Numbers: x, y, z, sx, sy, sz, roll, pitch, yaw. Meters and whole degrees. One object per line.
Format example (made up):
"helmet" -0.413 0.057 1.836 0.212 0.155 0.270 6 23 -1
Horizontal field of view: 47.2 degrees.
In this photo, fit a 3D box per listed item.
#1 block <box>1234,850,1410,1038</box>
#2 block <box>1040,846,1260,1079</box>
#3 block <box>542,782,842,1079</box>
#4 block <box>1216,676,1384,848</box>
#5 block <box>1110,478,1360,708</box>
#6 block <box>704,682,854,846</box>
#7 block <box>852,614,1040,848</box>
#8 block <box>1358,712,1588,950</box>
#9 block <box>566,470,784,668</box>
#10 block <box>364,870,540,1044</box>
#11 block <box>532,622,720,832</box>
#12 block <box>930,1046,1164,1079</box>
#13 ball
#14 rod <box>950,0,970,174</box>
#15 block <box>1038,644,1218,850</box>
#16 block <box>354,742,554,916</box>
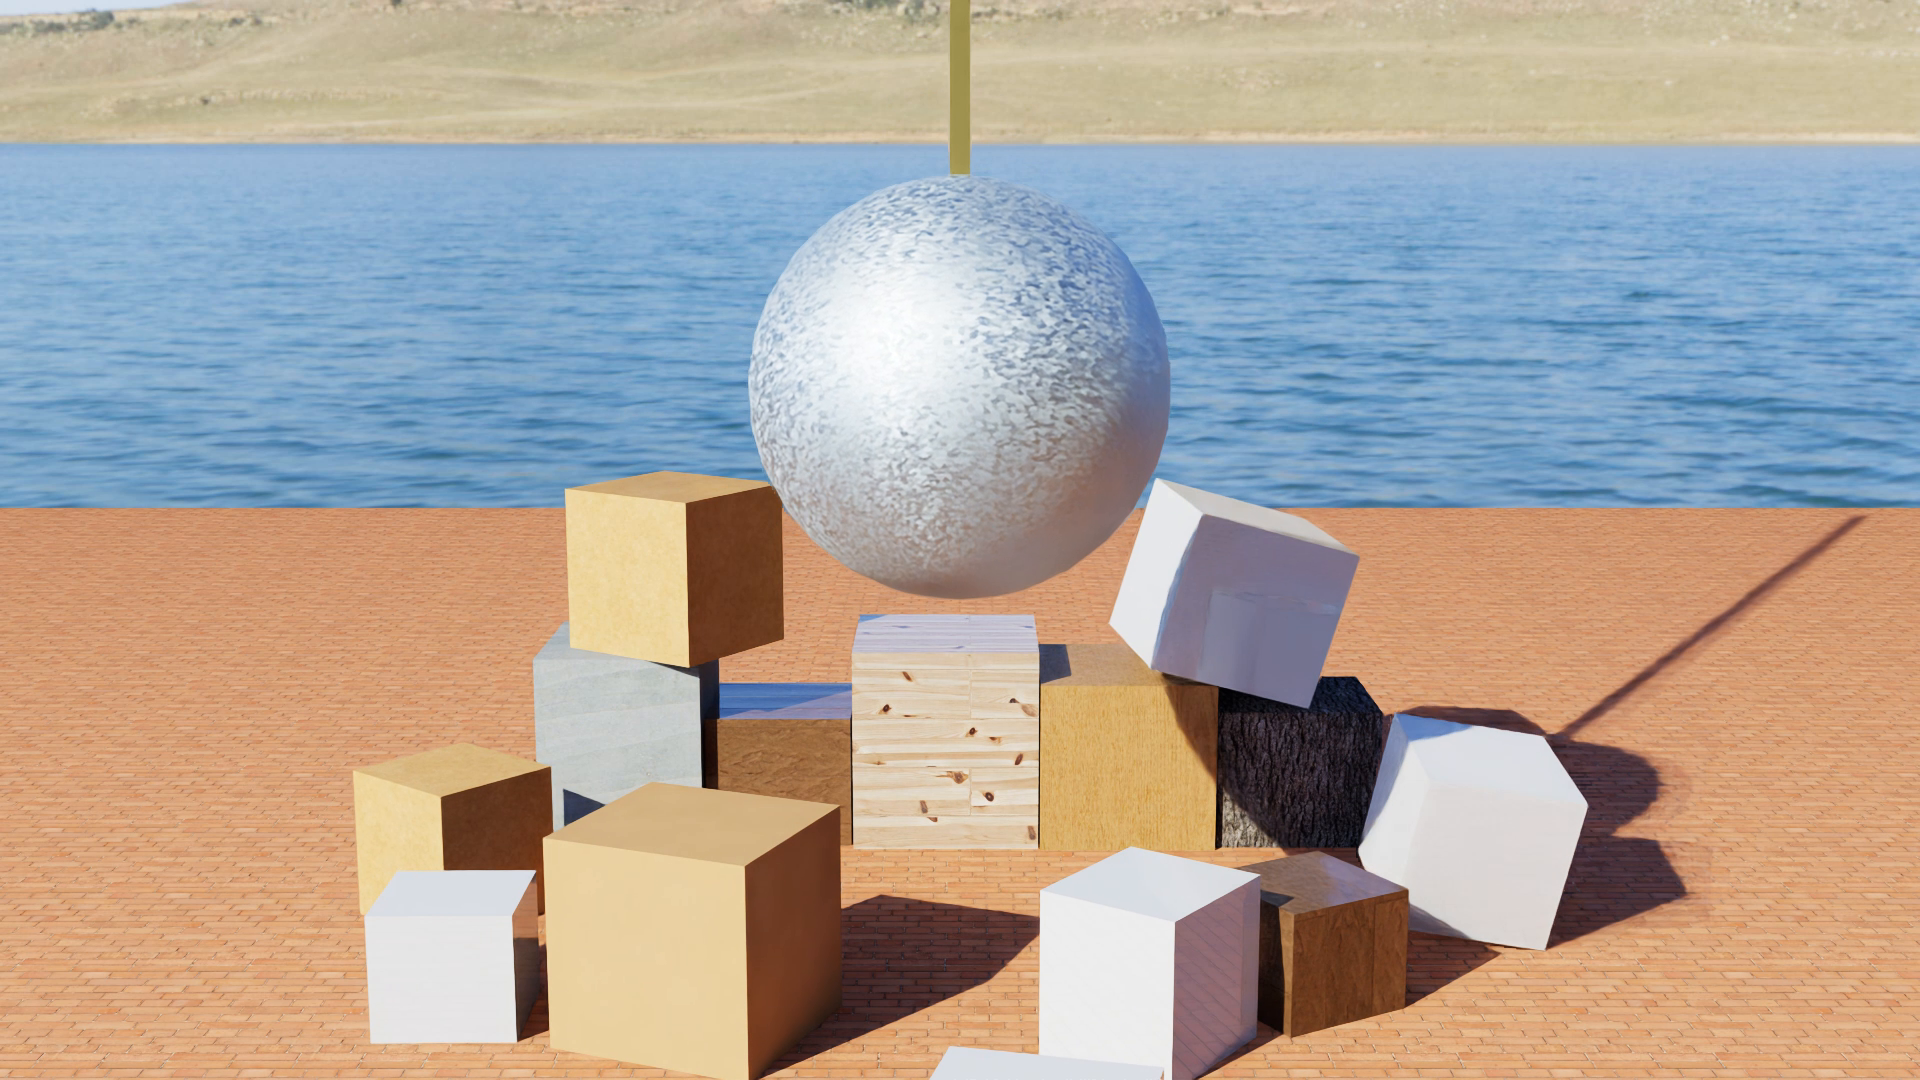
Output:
"block" 1.421 1.650 9.058 0.595 0.512 0.572 -6 12 -30
"block" 0.742 1.657 8.575 0.596 0.672 0.657 7 13 36
"block" -1.045 1.531 8.748 0.875 0.858 0.819 4 11 22
"block" 1.696 1.135 11.374 0.817 0.697 0.763 0 10 0
"block" 1.380 0.259 11.204 0.853 0.811 0.847 15 10 -14
"block" -0.912 1.150 11.398 0.729 0.658 0.747 0 10 0
"block" -0.071 0.974 11.386 0.926 1.010 0.889 0 10 0
"block" 2.275 1.296 9.847 0.704 0.716 0.716 9 19 -4
"block" -1.435 0.127 11.116 0.783 0.809 0.743 7 12 33
"block" -2.038 1.675 8.887 0.573 0.524 0.543 0 10 -1
"block" -1.695 0.994 11.354 0.818 0.982 0.884 0 10 0
"block" 0.228 2.005 6.666 0.687 0.669 0.624 2 11 13
"ball" 0.000 -0.575 8.326 1.600 1.600 1.600 0 10 0
"rod" 0.000 -3.835 9.292 0.080 5.200 0.080 0 -16 0
"block" 0.838 1.055 11.391 0.878 0.848 0.920 0 10 0
"block" -2.314 1.377 10.086 0.639 0.682 0.620 8 13 39
